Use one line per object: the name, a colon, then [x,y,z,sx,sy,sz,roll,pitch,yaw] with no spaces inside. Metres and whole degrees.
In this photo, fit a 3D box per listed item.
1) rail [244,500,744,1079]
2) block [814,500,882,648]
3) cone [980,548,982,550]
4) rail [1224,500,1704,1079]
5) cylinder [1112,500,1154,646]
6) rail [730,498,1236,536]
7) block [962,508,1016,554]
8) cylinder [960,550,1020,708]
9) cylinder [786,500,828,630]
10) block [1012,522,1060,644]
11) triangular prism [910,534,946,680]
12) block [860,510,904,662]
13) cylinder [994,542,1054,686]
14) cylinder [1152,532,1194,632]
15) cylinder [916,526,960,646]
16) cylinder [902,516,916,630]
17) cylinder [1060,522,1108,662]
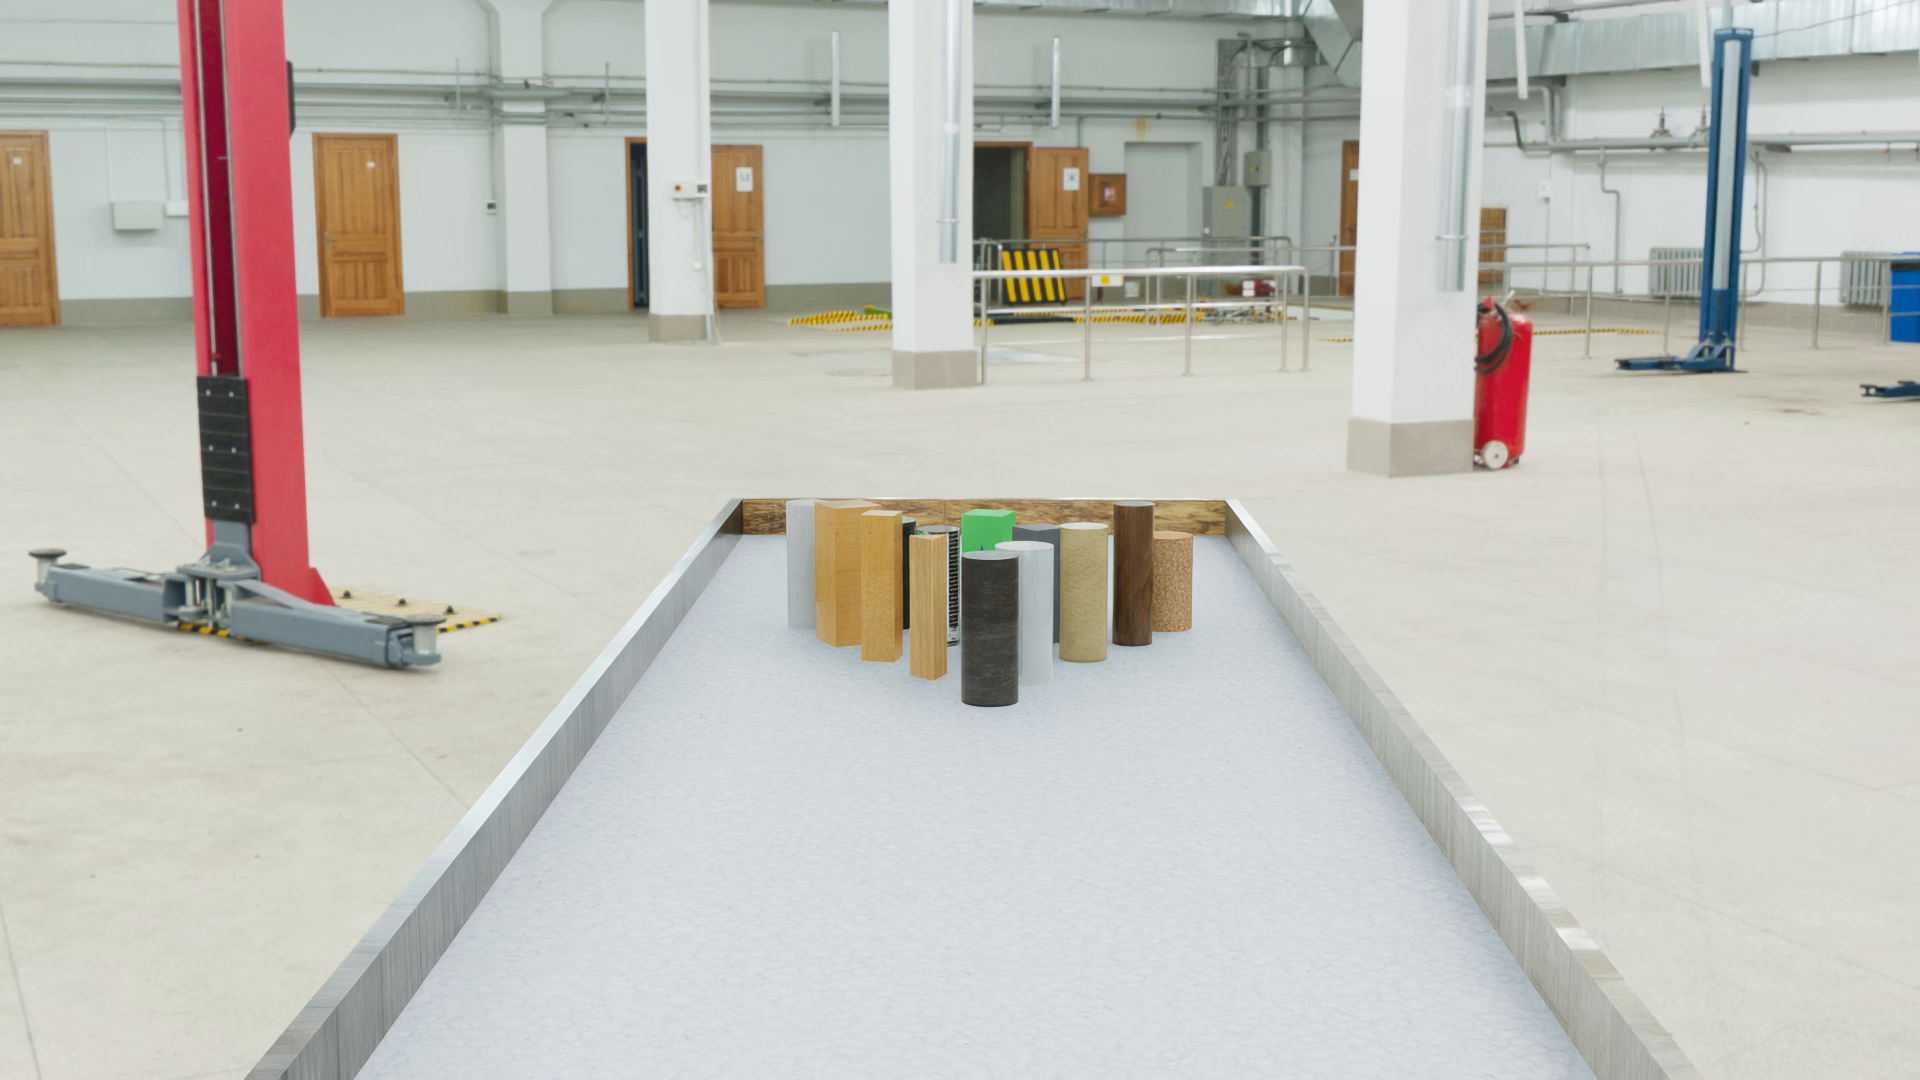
rail: [-1.004,0.839,3.234,0.050,0.150,12.000,0,9,1]
block: [-0.354,0.103,6.959,0.159,0.439,0.159,-4,10,-26]
cone: [0.066,0.188,6.662,0.113,0.363,0.113,0,9,0]
rail: [1.046,0.843,3.208,0.050,0.150,12.000,0,9,1]
cylinder: [0.545,0.105,6.928,0.128,0.444,0.128,0,9,0]
rail: [0.099,-0.098,9.147,2.100,0.150,0.050,0,9,1]
block: [0.093,0.098,7.183,0.139,0.378,0.139,3,10,19]
cylinder: [0.083,0.246,6.134,0.161,0.414,0.161,0,9,0]
cylinder: [-0.497,0.079,7.205,0.140,0.409,0.140,0,9,0]
block: [0.250,0.139,6.959,0.122,0.367,0.122,-7,11,-36]
triangular prism: [-0.077,0.194,6.457,0.094,0.415,0.108,-7,11,-38]
block: [-0.237,0.139,6.698,0.104,0.448,0.104,2,9,13]
cylinder: [0.186,0.212,6.404,0.172,0.396,0.172,0,9,0]
cylinder: [0.675,0.135,7.183,0.168,0.306,0.168,0,9,0]
cylinder: [-0.069,0.145,6.928,0.137,0.365,0.137,0,9,0]
cylinder: [-0.227,0.108,7.210,0.169,0.351,0.169,0,9,0]
cylinder: [0.376,0.159,6.700,0.146,0.409,0.146,0,9,0]
